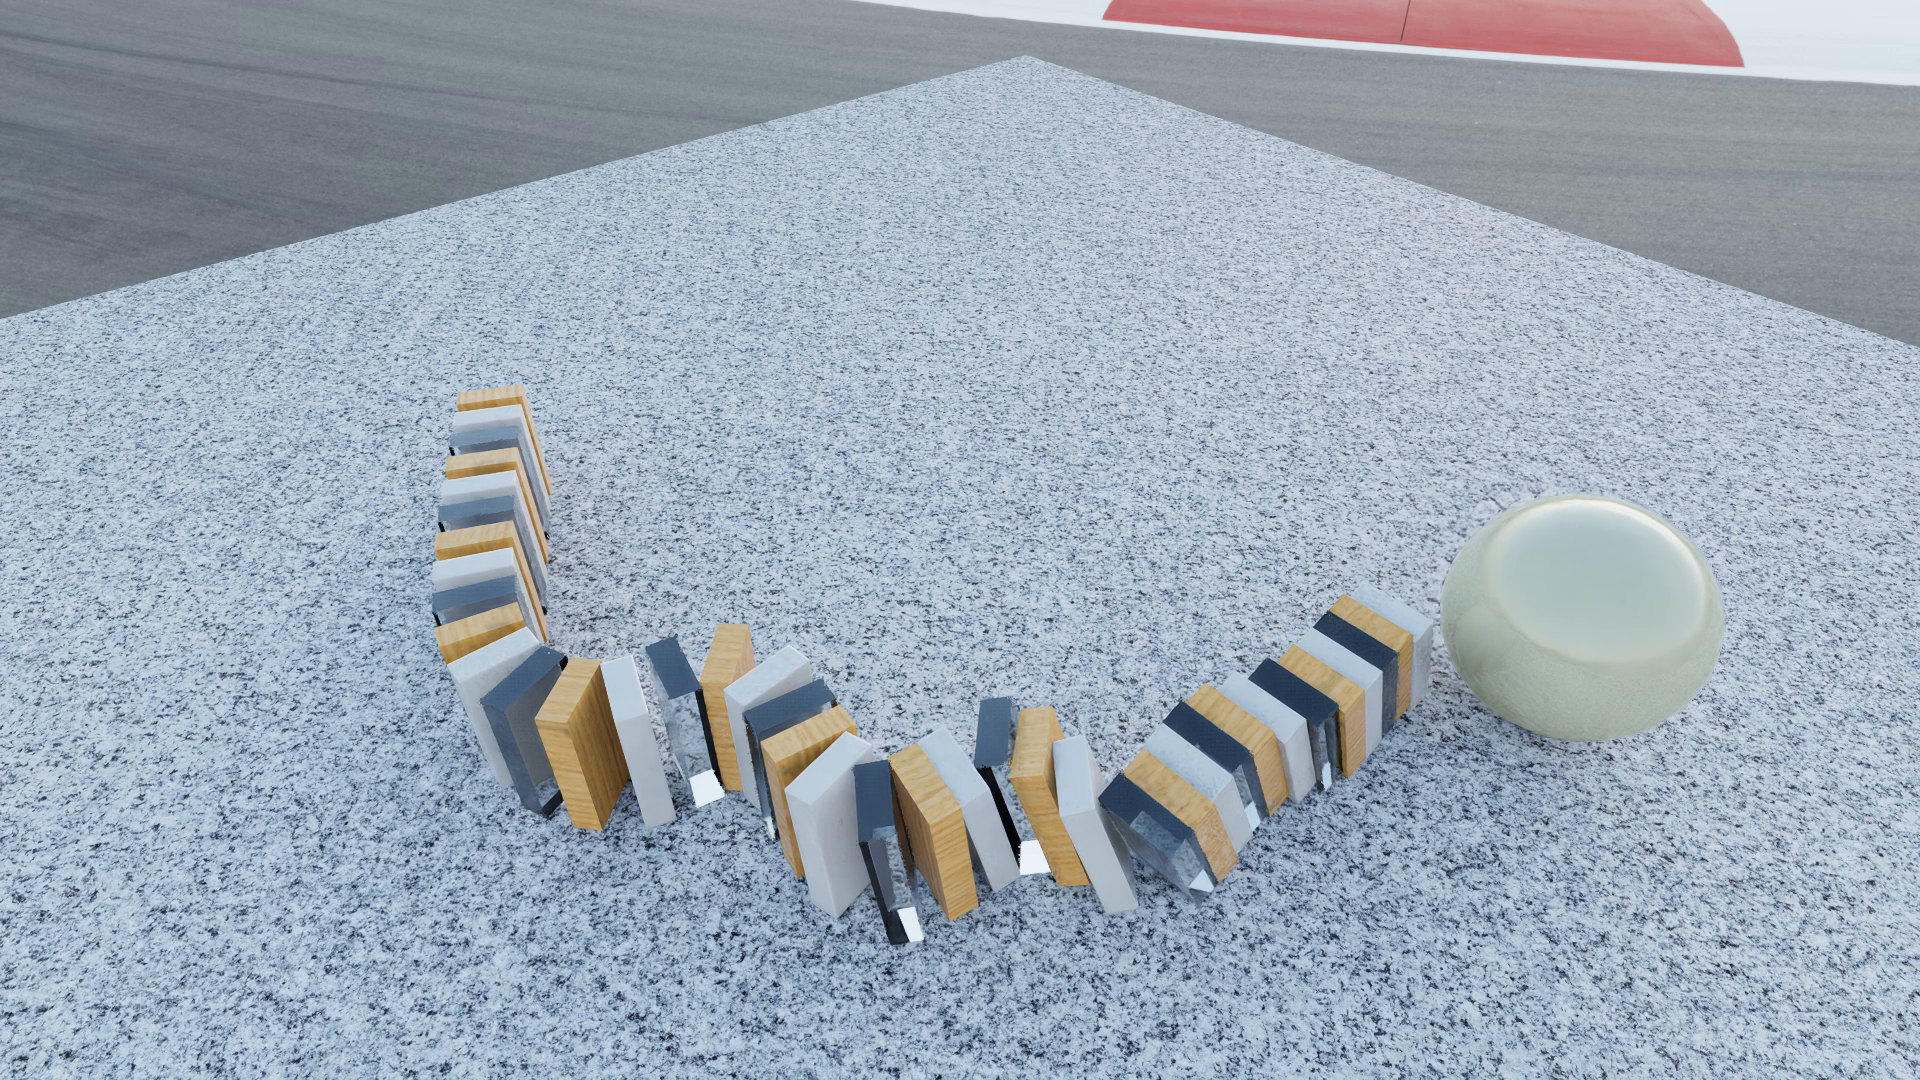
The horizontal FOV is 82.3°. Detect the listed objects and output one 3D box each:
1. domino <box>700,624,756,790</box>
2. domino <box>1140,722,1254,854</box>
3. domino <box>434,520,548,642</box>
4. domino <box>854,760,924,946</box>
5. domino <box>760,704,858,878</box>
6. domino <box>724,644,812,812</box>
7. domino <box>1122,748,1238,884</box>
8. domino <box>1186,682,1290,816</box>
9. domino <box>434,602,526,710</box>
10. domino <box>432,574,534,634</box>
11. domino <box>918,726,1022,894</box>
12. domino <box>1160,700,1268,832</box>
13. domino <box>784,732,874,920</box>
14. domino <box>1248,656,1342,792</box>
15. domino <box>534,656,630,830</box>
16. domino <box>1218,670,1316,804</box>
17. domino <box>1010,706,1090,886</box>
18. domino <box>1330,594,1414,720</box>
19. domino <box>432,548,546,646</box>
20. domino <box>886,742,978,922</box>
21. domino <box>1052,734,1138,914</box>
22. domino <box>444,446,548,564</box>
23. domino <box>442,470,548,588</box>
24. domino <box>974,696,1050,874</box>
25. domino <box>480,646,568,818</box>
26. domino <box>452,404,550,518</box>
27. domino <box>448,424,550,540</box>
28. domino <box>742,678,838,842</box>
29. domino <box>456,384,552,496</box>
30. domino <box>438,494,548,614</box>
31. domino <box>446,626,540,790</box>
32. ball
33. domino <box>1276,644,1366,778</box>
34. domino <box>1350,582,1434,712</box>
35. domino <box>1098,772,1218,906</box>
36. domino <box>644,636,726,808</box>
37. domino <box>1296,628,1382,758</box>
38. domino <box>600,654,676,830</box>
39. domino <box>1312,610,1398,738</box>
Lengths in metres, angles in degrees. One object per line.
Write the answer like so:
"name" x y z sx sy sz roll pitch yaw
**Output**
"domino" -0.071 0.053 0.347 0.010 0.050 0.025 2 39 2
"domino" 0.070 0.074 0.322 0.009 0.050 0.025 -46 53 -11
"domino" -0.165 0.018 0.390 0.025 0.050 0.009 -11 41 -13
"domino" -0.020 0.087 0.305 0.009 0.050 0.025 -10 40 -1
"domino" -0.041 0.074 0.321 0.025 0.050 0.009 -23 41 -25
"domino" -0.057 0.059 0.340 0.009 0.050 0.025 30 48 31
"domino" 0.064 0.080 0.315 0.010 0.050 0.025 -46 53 -11
"domino" 0.085 0.064 0.333 0.010 0.050 0.025 -45 53 -11
"domino" -0.149 0.045 0.356 0.025 0.050 0.010 -19 43 -22
"domino" -0.155 0.036 0.367 0.025 0.050 0.010 -14 41 -16
"domino" 0.003 0.078 0.316 0.009 0.050 0.025 -30 46 -12
"domino" 0.077 0.069 0.328 0.009 0.050 0.025 -45 53 -11
"domino" -0.034 0.081 0.312 0.009 0.050 0.025 21 43 31
"domino" 0.104 0.058 0.341 0.009 0.050 0.025 -44 53 -13
"domino" -0.114 0.063 0.335 0.009 0.050 0.025 6 40 7
"domino" 0.094 0.061 0.337 0.010 0.050 0.025 -45 53 -11
"domino" 0.028 0.075 0.320 0.010 0.050 0.025 -9 36 19
"domino" 0.135 0.040 0.363 0.009 0.050 0.025 -44 53 -13
"domino" -0.161 0.027 0.378 0.025 0.050 0.009 -12 41 -14
"domino" -0.007 0.083 0.310 0.009 0.050 0.025 -24 45 -18
"domino" 0.039 0.081 0.312 0.009 0.050 0.025 -16 38 11
"domino" -0.178 -0.011 0.425 0.025 0.050 0.009 -10 40 -11
"domino" -0.174 -0.001 0.413 0.025 0.050 0.009 -10 40 -12
"domino" 0.016 0.072 0.323 0.009 0.050 0.025 -10 37 14
"domino" -0.128 0.060 0.339 0.010 0.050 0.025 18 43 21
"domino" -0.186 -0.030 0.448 0.025 0.050 0.009 -9 40 -11
"domino" -0.182 -0.020 0.436 0.025 0.050 0.009 -9 40 -11
"domino" -0.049 0.067 0.330 0.025 0.050 0.009 -22 44 -24
"domino" -0.190 -0.040 0.460 0.025 0.050 0.009 -10 40 -12
"domino" -0.170 0.008 0.402 0.025 0.050 0.009 -10 40 -12
"domino" -0.140 0.053 0.346 0.025 0.050 0.009 -29 47 -31
"ball" 0.200 0.025 0.358 0.080 0.080 0.080 0 39 0
"domino" 0.113 0.055 0.345 0.009 0.050 0.025 -44 53 -13
"domino" 0.143 0.036 0.367 0.009 0.050 0.025 -44 53 -13
"domino" 0.056 0.085 0.309 0.009 0.050 0.025 -47 54 -11
"domino" -0.085 0.057 0.342 0.009 0.050 0.025 -20 43 -22
"domino" 0.121 0.050 0.351 0.010 0.050 0.025 -44 53 -13
"domino" -0.098 0.062 0.336 0.010 0.050 0.025 -15 42 -18
"domino" 0.128 0.045 0.357 0.009 0.050 0.025 -44 53 -13
